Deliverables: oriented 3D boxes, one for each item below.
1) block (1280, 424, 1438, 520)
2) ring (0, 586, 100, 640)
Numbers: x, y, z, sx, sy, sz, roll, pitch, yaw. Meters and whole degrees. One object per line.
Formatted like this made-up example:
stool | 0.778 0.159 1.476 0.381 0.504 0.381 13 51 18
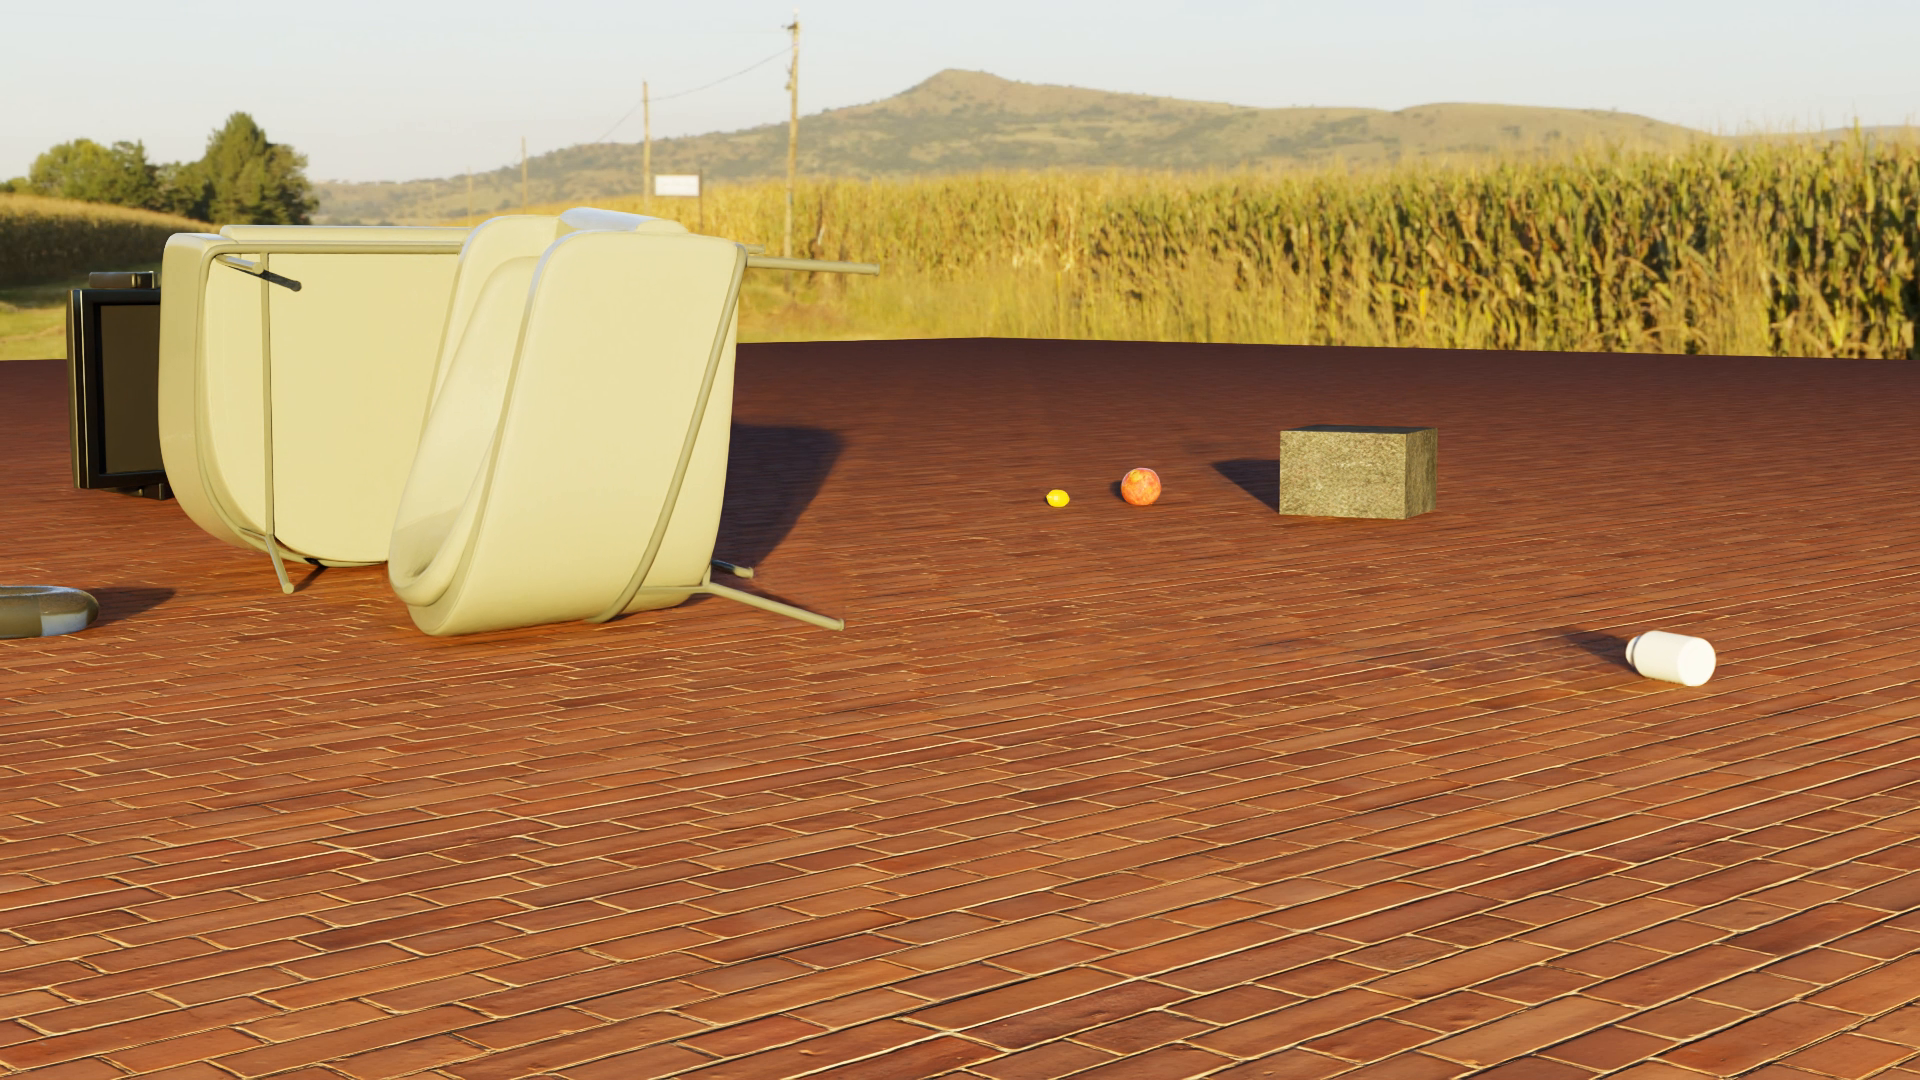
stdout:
block | 1.116 -0.194 7.168 0.353 0.231 0.334 3 6 25
ring | -1.764 0.134 4.722 0.345 0.082 0.196 -2 7 -25
